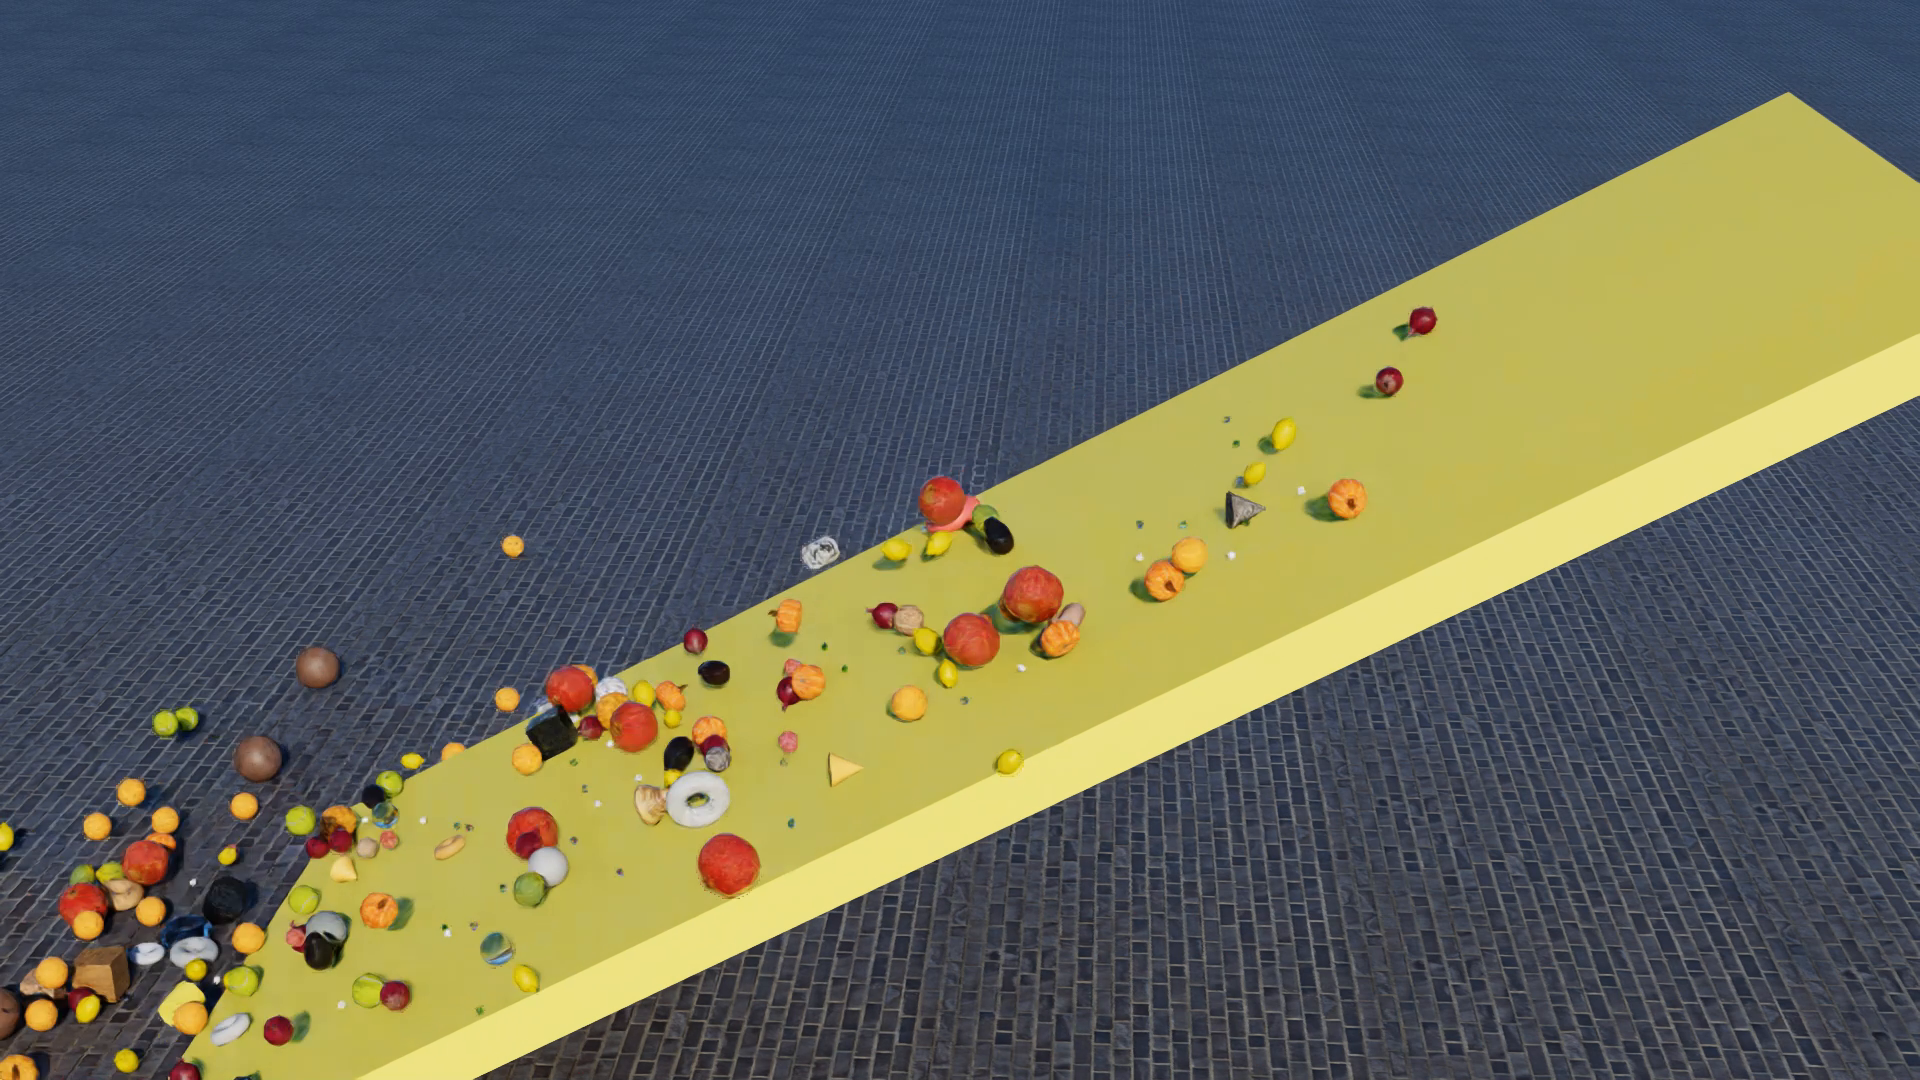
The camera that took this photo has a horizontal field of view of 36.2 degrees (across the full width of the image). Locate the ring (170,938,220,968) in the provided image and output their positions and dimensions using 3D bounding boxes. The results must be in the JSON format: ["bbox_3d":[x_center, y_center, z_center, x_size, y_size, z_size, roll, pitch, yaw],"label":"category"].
[{"bbox_3d":[-1.806,0.974,6.937,0.115,0.038,0.115,2,21,-1],"label":"ring"}]

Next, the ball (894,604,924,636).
[{"bbox_3d":[-0.111,0.174,6.399,0.069,0.069,0.069,0,17,0],"label":"ball"}]

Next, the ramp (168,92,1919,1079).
[{"bbox_3d":[0.141,0.167,6.281,4.000,0.100,2.000,-26,14,11],"label":"ramp"}]

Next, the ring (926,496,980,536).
[{"bbox_3d":[-0.016,-0.059,7.085,0.143,0.048,0.143,-26,15,8],"label":"ring"}]

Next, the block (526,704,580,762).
[{"bbox_3d":[-0.975,0.461,7.038,0.087,0.087,0.087,-29,14,7],"label":"block"}]

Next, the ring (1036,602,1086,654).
[{"bbox_3d":[0.199,0.173,5.797,0.041,0.122,0.122,43,19,-4],"label":"ring"}]

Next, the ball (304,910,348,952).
[{"bbox_3d":[-1.388,0.857,6.440,0.091,0.091,0.091,0,17,0],"label":"ball"}]

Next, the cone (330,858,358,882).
[{"bbox_3d":[-1.434,0.786,6.911,0.063,0.063,0.063,22,27,38],"label":"cone"}]

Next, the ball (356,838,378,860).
[{"bbox_3d":[-1.412,0.734,7.003,0.052,0.052,0.052,0,17,0],"label":"ball"}]

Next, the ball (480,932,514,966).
[{"bbox_3d":[-0.906,0.800,5.749,0.065,0.065,0.065,0,17,0],"label":"ball"}]

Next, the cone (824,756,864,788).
[{"bbox_3d":[-0.219,0.445,5.729,0.070,0.070,0.070,-17,20,-9],"label":"cone"}]

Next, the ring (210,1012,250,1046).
[{"bbox_3d":[-1.548,1.038,6.236,0.094,0.031,0.094,-26,15,8],"label":"ring"}]

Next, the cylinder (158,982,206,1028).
[{"bbox_3d":[-1.720,1.028,6.503,0.073,0.073,0.073,6,32,18],"label":"cylinder"}]

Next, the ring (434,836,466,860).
[{"bbox_3d":[-1.160,0.699,6.685,0.081,0.027,0.081,-26,14,7],"label":"ring"}]

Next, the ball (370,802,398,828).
[{"bbox_3d":[-1.404,0.672,7.177,0.066,0.066,0.066,0,17,0],"label":"ball"}]

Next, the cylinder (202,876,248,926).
[{"bbox_3d":[-1.778,0.873,7.109,0.091,0.091,0.091,-11,-21,-32],"label":"cylinder"}]

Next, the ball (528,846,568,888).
[{"bbox_3d":[-0.847,0.672,6.043,0.085,0.085,0.085,0,17,0],"label":"ball"}]

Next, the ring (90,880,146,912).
[{"bbox_3d":[-2.077,0.875,7.249,0.134,0.045,0.134,1,18,0],"label":"ring"}]

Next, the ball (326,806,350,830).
[{"bbox_3d":[-1.563,0.701,7.399,0.060,0.060,0.060,0,17,0],"label":"ball"}]

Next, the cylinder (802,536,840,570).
[{"bbox_3d":[-0.342,0.032,7.219,0.065,0.065,0.065,14,30,38],"label":"cylinder"}]

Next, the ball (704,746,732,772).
[{"bbox_3d":[-0.510,0.461,6.193,0.056,0.056,0.056,0,17,0],"label":"ball"}]

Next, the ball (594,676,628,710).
[{"bbox_3d":[-0.843,0.371,7.112,0.082,0.082,0.082,0,17,0],"label":"ball"}]

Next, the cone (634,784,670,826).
[{"bbox_3d":[-0.610,0.533,6.070,0.090,0.090,0.090,-22,7,27],"label":"cone"}]

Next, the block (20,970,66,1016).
[{"bbox_3d":[-2.088,1.030,6.699,0.076,0.076,0.076,1,17,3],"label":"block"}]

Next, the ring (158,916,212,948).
[{"bbox_3d":[-1.856,0.939,7.049,0.126,0.042,0.126,-2,19,1],"label":"ring"}]

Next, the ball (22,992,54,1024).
[{"bbox_3d":[-2.079,1.055,6.630,0.070,0.070,0.070,0,17,0],"label":"ball"}]

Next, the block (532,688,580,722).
[{"bbox_3d":[-0.994,0.421,7.237,0.078,0.078,0.078,-32,14,-12],"label":"block"}]

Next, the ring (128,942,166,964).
[{"bbox_3d":[-1.921,0.977,6.948,0.086,0.029,0.086,0,17,0],"label":"ring"}]

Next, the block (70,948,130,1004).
[{"bbox_3d":[-1.973,1.000,6.752,0.096,0.096,0.096,-2,17,6],"label":"block"}]
